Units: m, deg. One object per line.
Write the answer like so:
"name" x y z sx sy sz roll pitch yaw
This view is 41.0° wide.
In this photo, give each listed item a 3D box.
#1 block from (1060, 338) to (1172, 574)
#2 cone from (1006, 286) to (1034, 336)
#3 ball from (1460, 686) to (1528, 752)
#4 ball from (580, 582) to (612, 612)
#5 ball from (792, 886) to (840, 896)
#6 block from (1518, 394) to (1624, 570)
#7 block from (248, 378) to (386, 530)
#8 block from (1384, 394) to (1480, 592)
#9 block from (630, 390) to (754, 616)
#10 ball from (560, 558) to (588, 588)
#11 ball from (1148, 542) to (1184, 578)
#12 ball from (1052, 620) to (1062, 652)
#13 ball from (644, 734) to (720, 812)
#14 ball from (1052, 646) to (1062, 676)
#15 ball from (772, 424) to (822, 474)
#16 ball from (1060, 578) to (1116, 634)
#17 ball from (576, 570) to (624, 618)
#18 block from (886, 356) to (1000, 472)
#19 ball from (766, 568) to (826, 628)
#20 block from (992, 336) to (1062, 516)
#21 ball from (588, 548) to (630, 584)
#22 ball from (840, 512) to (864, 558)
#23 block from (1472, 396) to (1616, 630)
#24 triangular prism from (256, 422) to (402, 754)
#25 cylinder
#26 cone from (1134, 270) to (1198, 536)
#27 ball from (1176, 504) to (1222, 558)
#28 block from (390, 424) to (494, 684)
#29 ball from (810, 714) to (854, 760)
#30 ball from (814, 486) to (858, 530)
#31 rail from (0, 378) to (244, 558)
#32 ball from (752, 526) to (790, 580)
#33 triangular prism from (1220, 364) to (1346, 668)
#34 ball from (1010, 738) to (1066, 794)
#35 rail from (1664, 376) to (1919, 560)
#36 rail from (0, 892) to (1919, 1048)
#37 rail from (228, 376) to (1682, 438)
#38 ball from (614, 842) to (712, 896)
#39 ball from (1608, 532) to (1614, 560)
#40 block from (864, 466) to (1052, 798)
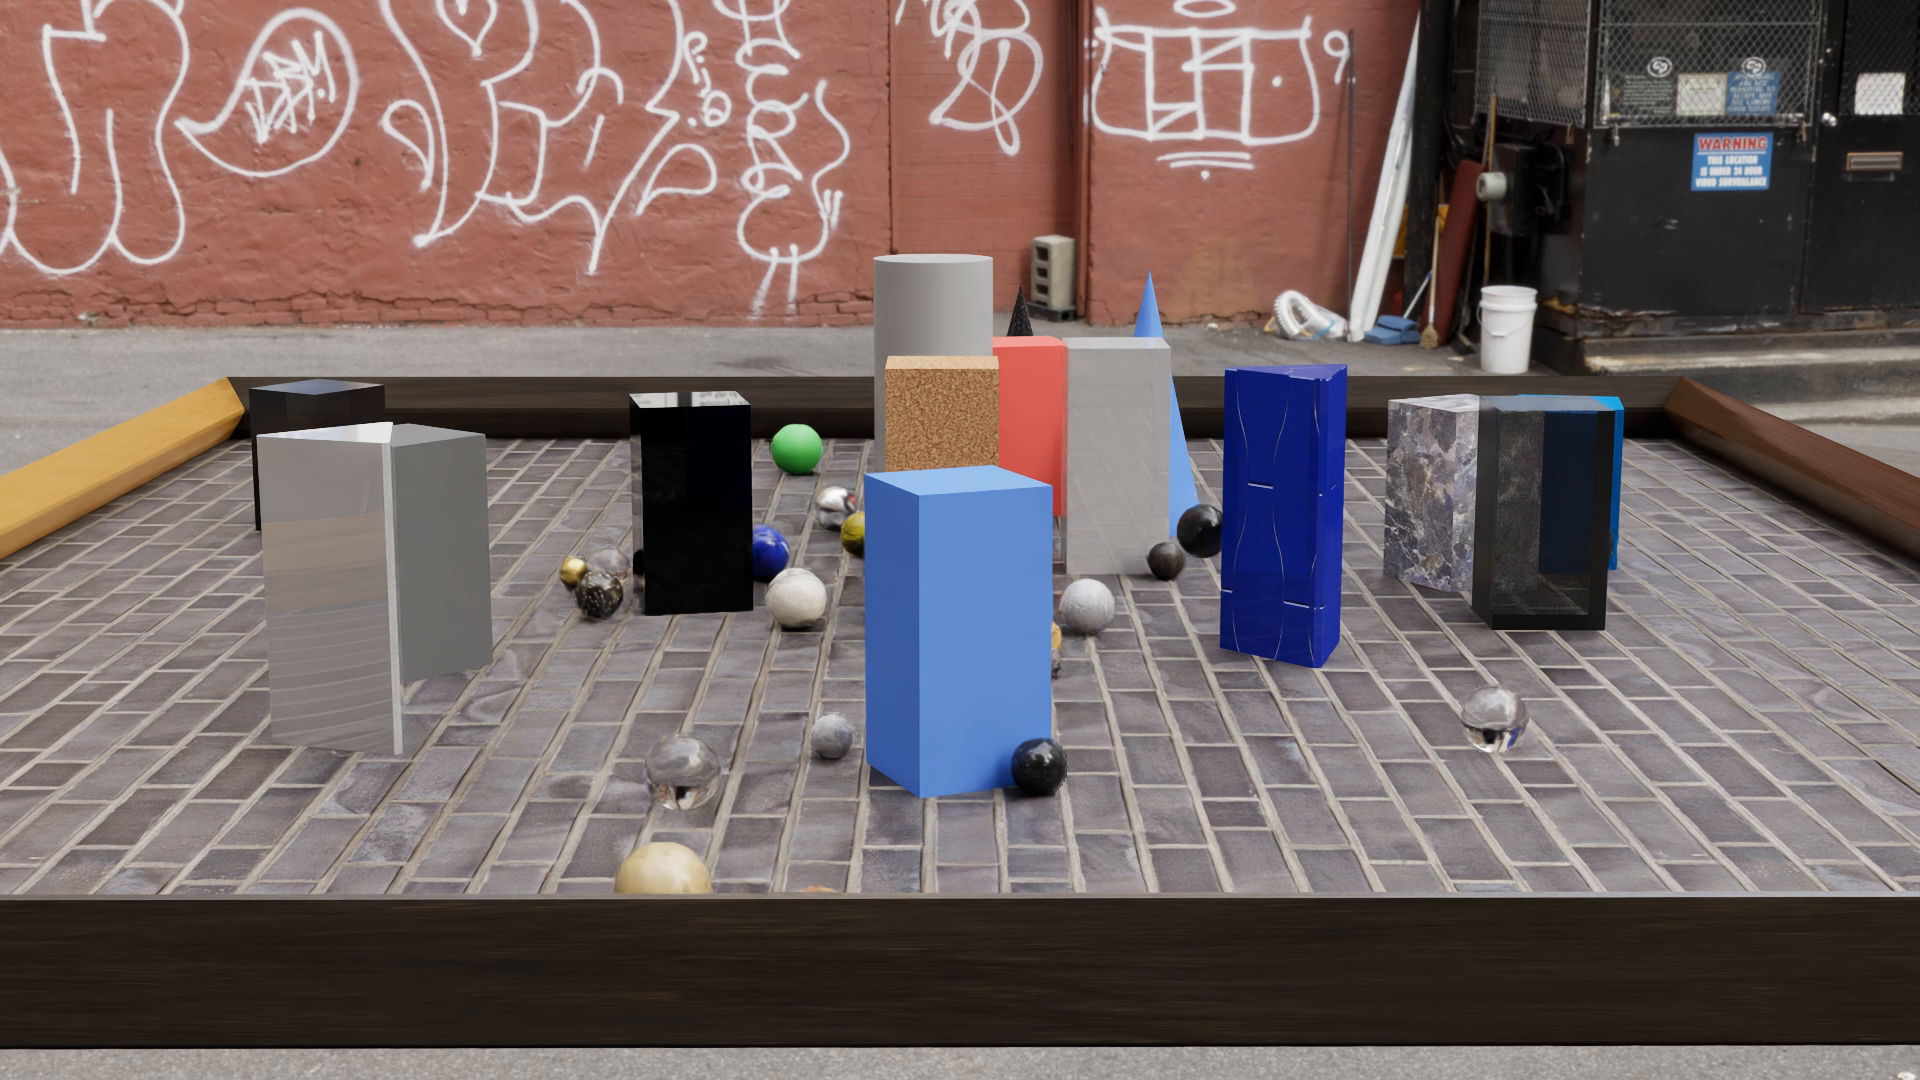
"block" 0.224 -0.124 3.717 0.145 0.325 0.145 0 11 -1
"cone" 0.106 -0.284 4.536 0.182 0.337 0.182 0 11 0
"ball" 0.568 0.191 2.728 0.071 0.071 0.071 0 11 0
"ball" -0.485 0.076 3.420 0.041 0.041 0.041 0 11 0
"ball" -0.116 0.314 2.084 0.065 0.065 0.065 0 11 0
"block" 0.891 -0.087 3.769 0.145 0.233 0.145 2 11 11
"block" -1.002 -0.129 4.019 0.145 0.224 0.145 7 13 32
"block" 0.705 -0.069 3.624 0.145 0.251 0.145 -6 12 -29
"block" -0.363 -0.052 3.459 0.145 0.278 0.145 -2 11 -13
"ball" -0.537 0.047 3.574 0.042 0.042 0.042 0 11 0
"ball" 0.293 0.029 3.642 0.053 0.053 0.053 0 11 0
"ball" 0.090 0.122 3.102 0.067 0.067 0.067 0 11 0
"ball" -0.272 0.228 2.517 0.075 0.075 0.075 0 11 0
"ball" 0.101 0.145 3.055 0.041 0.041 0.041 0 11 0
"ball" -0.290 -0.162 4.555 0.091 0.091 0.091 0 11 0
"ball" 0.163 0.085 3.289 0.071 0.071 0.071 0 11 0
"ball" -0.473 0.071 3.369 0.063 0.063 0.063 0 11 0
"block" -0.023 -0.066 3.371 0.145 0.337 0.145 0 11 0
"ball" -0.212 0.076 3.321 0.079 0.079 0.079 0 11 0
"block" 0.094 -0.185 4.175 0.145 0.276 0.145 -2 11 -12
"ball" -0.487 0.040 3.563 0.060 0.060 0.060 0 11 0
"ball" -0.144 -0.008 3.799 0.067 0.067 0.067 0 11 0
"block" 0.761 -0.037 3.360 0.145 0.286 0.145 0 11 1
"triangular prism" -0.648 0.047 2.781 0.157 0.334 0.136 4 11 19
"cylinder" -0.041 -0.217 3.929 0.182 0.429 0.182 0 11 0
"cone" 0.294 -0.221 4.014 0.182 0.406 0.182 0 11 0
"ball" 0.360 -0.013 3.792 0.080 0.080 0.080 0 11 0
"block" -0.672 0.014 3.098 0.145 0.283 0.145 9 14 39
"ball" -0.135 0.207 2.703 0.047 0.047 0.047 0 11 0
"ball" -0.194 -0.049 4.010 0.070 0.070 0.070 0 11 0
"rail" -1.392 0.032 3.442 0.045 0.118 3.145 0 11 0
"ball" -0.280 0.019 3.630 0.077 0.077 0.077 0 11 0
"triangular prism" 0.429 -0.037 3.178 0.136 0.353 0.157 -10 14 -42
"ball" 0.078 0.227 2.574 0.056 0.056 0.056 0 11 0
"rail" 1.392 0.029 3.458 0.045 0.118 3.145 0 11 0
"rail" 0.009 0.316 1.928 2.831 0.118 0.045 0 11 0
"rail" -0.009 -0.255 4.972 2.831 0.118 0.045 0 11 0
"ball" -0.249 0.293 2.149 0.082 0.082 0.082 0 11 0
"ball" 0.889 0.006 3.666 0.087 0.087 0.087 0 11 0
"block" -0.003 0.090 2.627 0.145 0.307 0.145 -5 12 -23
